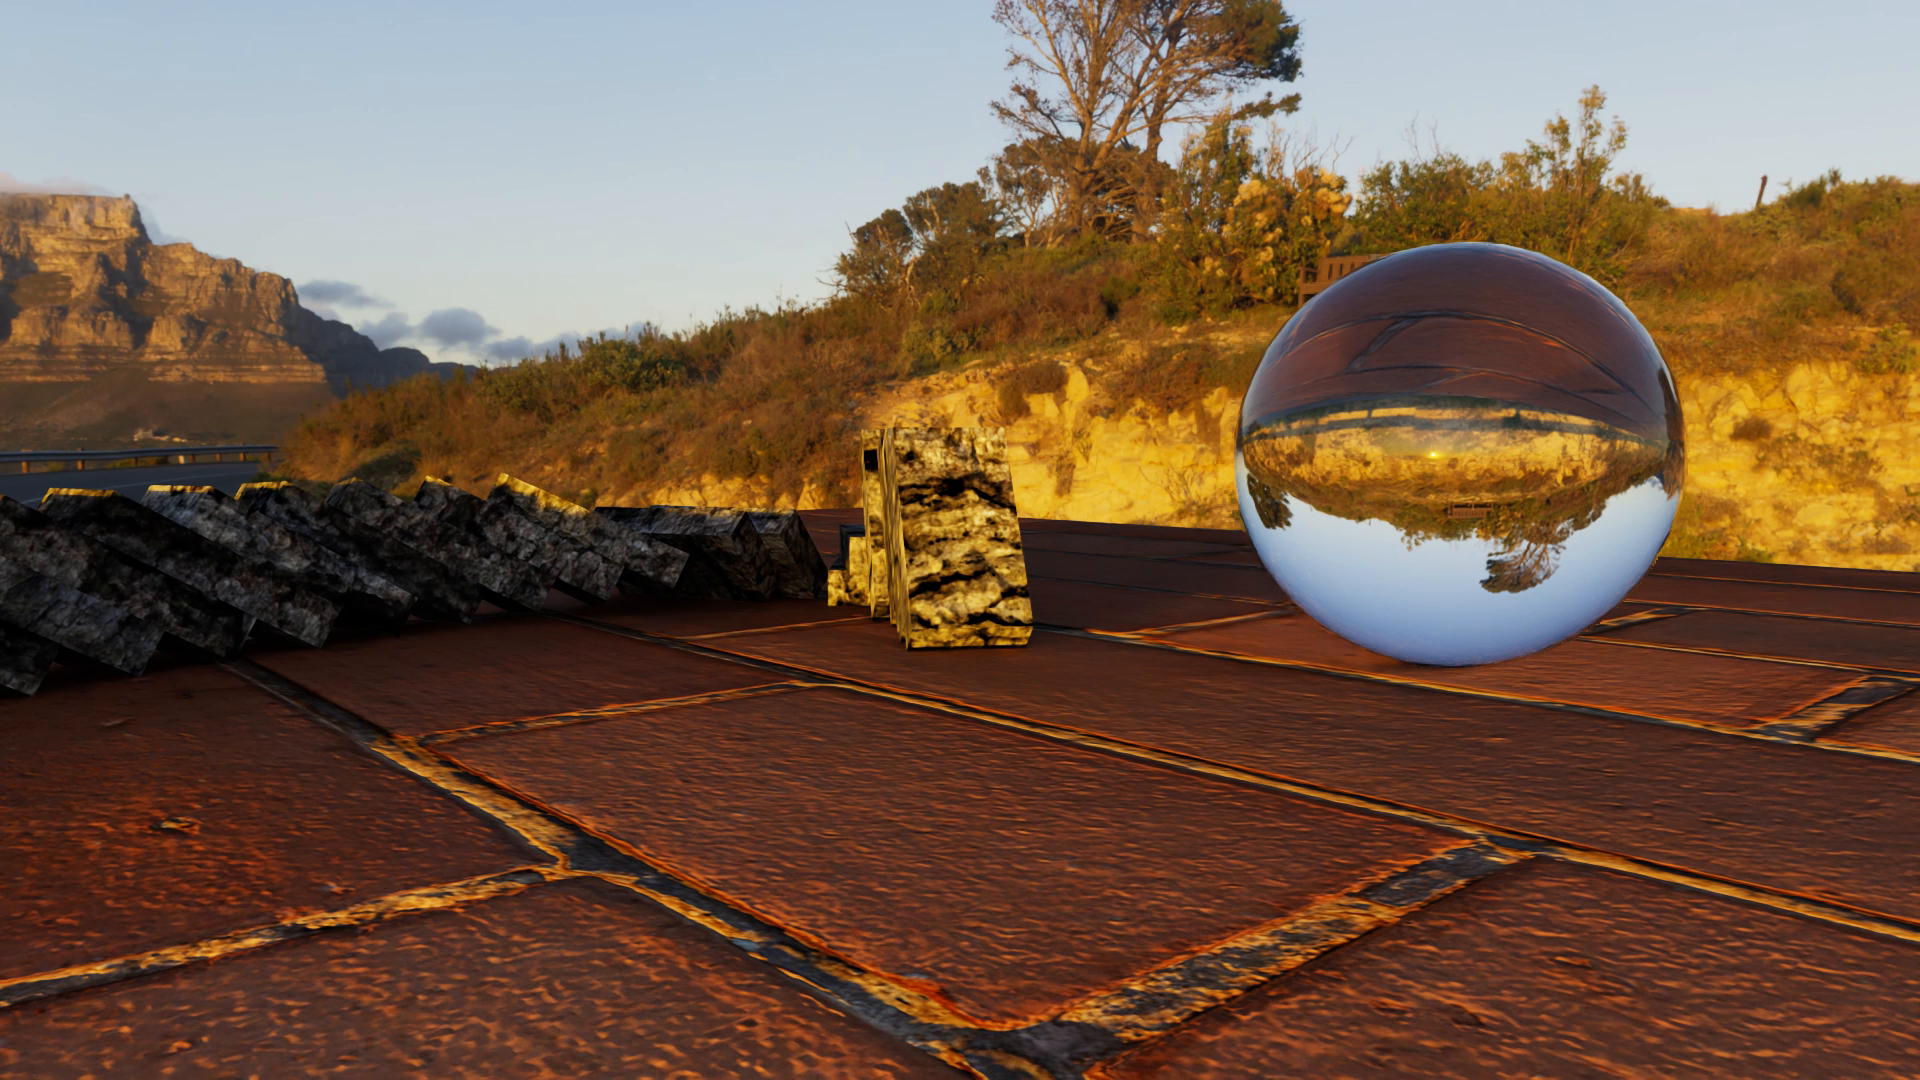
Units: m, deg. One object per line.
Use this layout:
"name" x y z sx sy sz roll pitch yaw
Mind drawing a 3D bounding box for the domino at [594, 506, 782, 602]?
"domino" -0.076 0.004 0.350 0.050 0.025 0.010 2 45 26

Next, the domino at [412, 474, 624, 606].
"domino" -0.110 0.001 0.318 0.050 0.010 0.025 28 -16 -19

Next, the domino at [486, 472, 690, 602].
"domino" -0.095 0.000 0.330 0.050 0.010 0.025 24 -15 -7

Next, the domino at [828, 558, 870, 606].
"domino" -0.023 0.011 0.362 0.025 0.009 0.050 0 4 -1

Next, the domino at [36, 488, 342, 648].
"domino" -0.153 0.006 0.256 0.025 0.010 0.050 3 -26 32

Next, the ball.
"ball" 0.093 -0.016 0.244 0.080 0.080 0.080 0 4 0

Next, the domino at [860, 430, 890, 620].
"domino" -0.011 -0.005 0.321 0.025 0.050 0.010 -1 -31 -10

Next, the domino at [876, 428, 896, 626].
"domino" -0.006 -0.004 0.310 0.025 0.050 0.009 -1 -31 -10

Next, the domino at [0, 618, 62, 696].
"domino" -0.176 0.010 0.205 0.025 0.010 0.050 2 -27 28

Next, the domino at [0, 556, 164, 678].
"domino" -0.170 0.009 0.222 0.025 0.010 0.050 2 -26 28

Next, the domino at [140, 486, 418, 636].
"domino" -0.144 0.005 0.272 0.025 0.010 0.050 2 -27 35

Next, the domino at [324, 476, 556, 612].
"domino" -0.124 0.002 0.305 0.050 0.009 0.025 32 -20 -31

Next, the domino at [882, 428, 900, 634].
"domino" -0.004 -0.003 0.298 0.025 0.050 0.009 -1 -31 -10

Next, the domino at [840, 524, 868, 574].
"domino" -0.019 0.002 0.348 0.025 0.010 0.050 0 4 -8

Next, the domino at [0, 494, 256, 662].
"domino" -0.162 0.008 0.239 0.025 0.009 0.050 2 -26 29

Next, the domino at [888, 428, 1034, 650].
"domino" -0.001 -0.001 0.275 0.025 0.050 0.010 -1 -31 -10

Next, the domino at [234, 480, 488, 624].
"domino" -0.135 0.004 0.289 0.025 0.010 0.050 1 -27 43

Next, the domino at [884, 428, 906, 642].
"domino" -0.002 -0.002 0.287 0.025 0.050 0.009 -1 -31 -10

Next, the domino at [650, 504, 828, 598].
"domino" -0.064 0.003 0.359 0.050 0.025 0.009 2 46 28
